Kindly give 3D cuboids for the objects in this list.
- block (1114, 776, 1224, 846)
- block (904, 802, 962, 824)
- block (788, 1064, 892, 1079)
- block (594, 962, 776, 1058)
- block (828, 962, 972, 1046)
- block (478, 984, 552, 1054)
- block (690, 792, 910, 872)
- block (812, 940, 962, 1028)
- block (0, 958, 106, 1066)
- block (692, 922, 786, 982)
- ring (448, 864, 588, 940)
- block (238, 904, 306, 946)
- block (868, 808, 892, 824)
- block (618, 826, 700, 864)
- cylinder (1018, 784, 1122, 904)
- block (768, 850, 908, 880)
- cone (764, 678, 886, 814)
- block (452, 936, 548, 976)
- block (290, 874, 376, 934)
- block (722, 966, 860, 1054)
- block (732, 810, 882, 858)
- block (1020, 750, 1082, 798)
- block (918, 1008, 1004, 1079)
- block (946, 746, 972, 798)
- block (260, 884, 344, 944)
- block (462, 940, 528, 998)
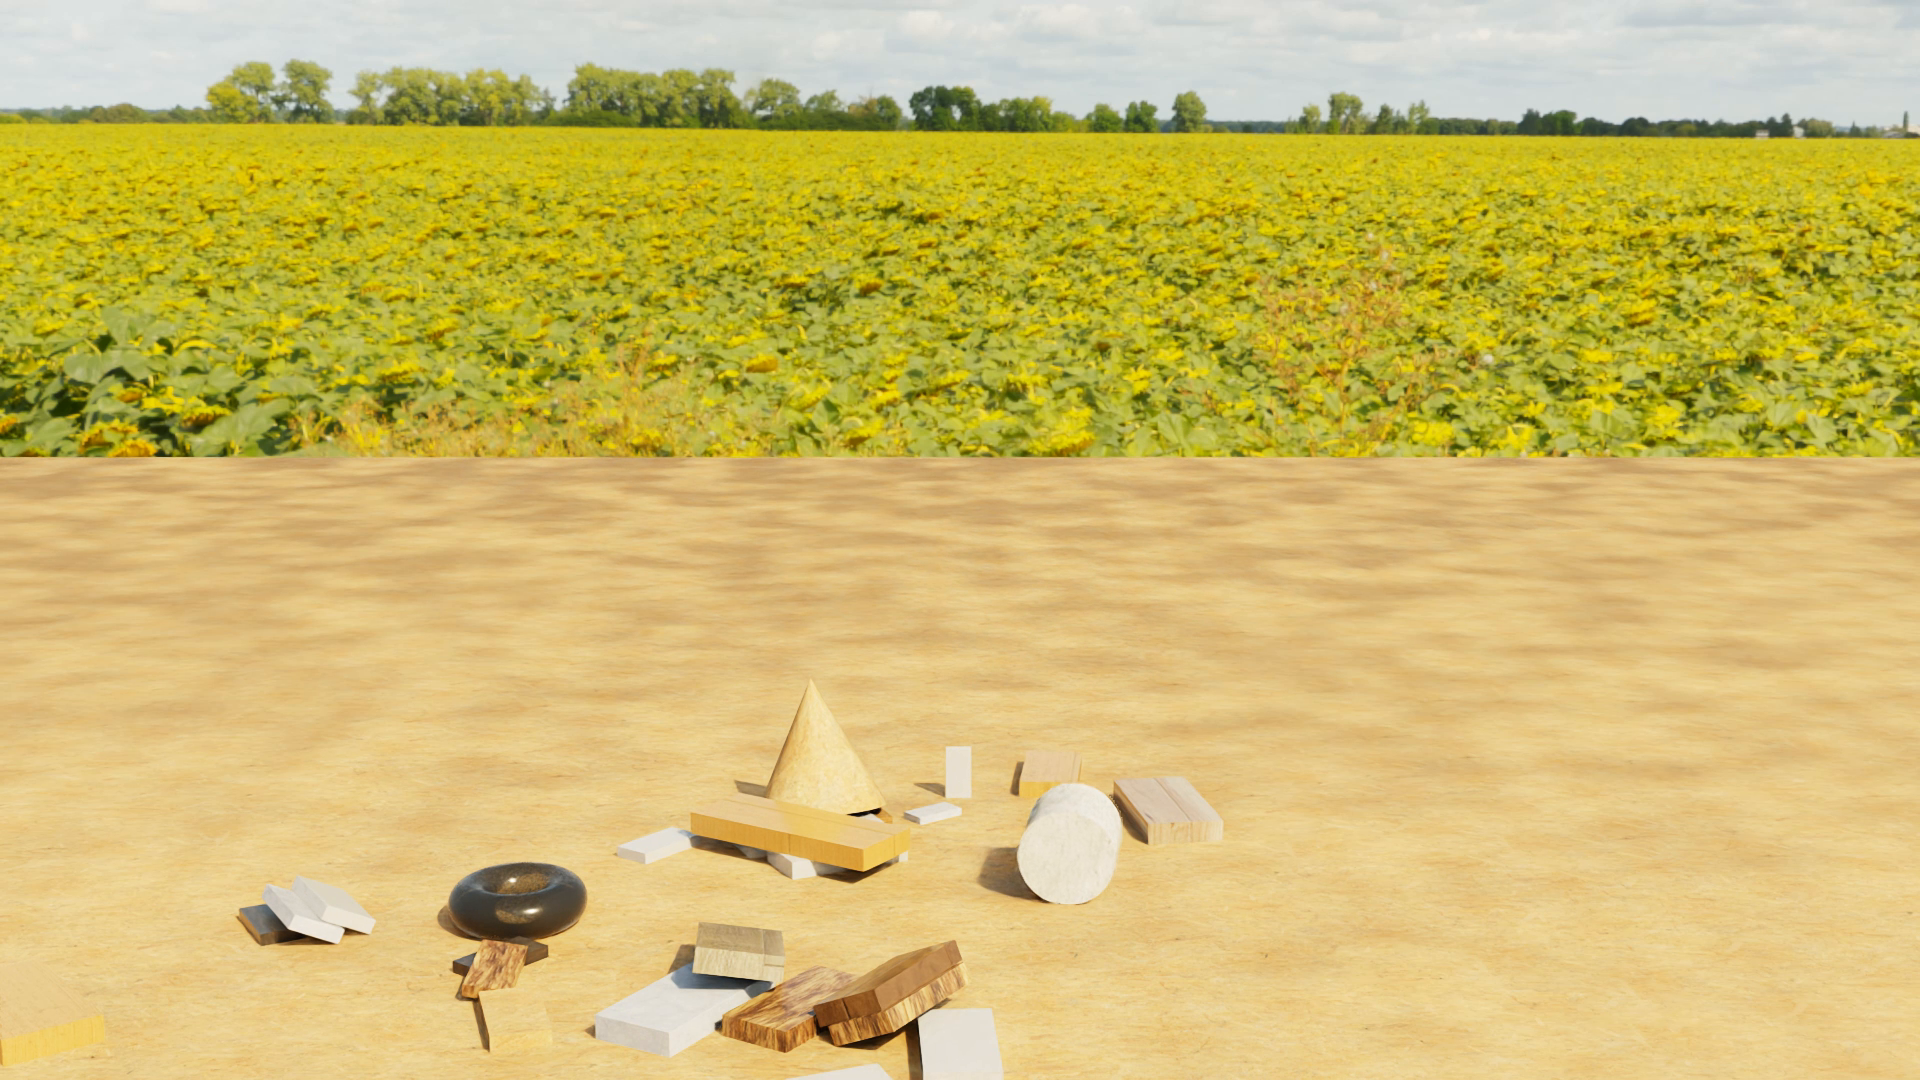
[{"bbox_3d":[0.382,0.498,4.060,0.138,0.039,0.275,-2,11,-9],"label":"block"},{"bbox_3d":[-0.051,0.507,4.079,0.097,0.014,0.049,-9,14,-39],"label":"block"},{"bbox_3d":[-0.190,0.729,2.835,0.222,0.031,0.111,-5,11,-23],"label":"block"},{"bbox_3d":[-0.391,0.667,3.157,0.129,0.036,0.257,6,12,29],"label":"block"},{"bbox_3d":[-0.083,0.657,3.117,0.105,0.030,0.211,-22,-2,32],"label":"block"},{"bbox_3d":[-0.633,0.679,3.123,0.085,0.024,0.170,-3,11,-17],"label":"block"},{"bbox_3d":[-0.281,0.507,3.838,0.375,0.039,0.138,7,13,32],"label":"block"},{"bbox_3d":[-0.101,0.632,3.140,0.111,0.031,0.222,-22,-2,31],"label":"block"},{"bbox_3d":[-1.337,0.670,3.131,0.138,0.039,0.275,-9,14,-40],"label":"block"},{"bbox_3d":[-0.328,0.610,3.265,0.129,0.036,0.257,7,-3,-6],"label":"block"},{"bbox_3d":[-0.709,0.579,3.530,0.221,0.074,0.221,0,12,0],"label":"ring"},{"bbox_3d":[-1.097,0.611,3.504,0.069,0.020,0.138,-6,12,-31],"label":"block"},{"bbox_3d":[-0.165,0.508,4.073,0.049,0.014,0.097,-4,11,-23],"label":"block"},{"bbox_3d":[-0.532,0.540,3.887,0.069,0.020,0.138,8,13,36],"label":"block"},{"bbox_3d":[0.185,0.507,3.679,0.160,0.160,0.160,1,11,8],"label":"cylinder"},{"bbox_3d":[-0.213,0.544,3.831,0.219,0.031,0.109,-5,12,-27],"label":"block"},{"bbox_3d":[-0.265,0.374,4.049,0.242,0.242,0.242,-5,0,0],"label":"cone"},{"bbox_3d":[-0.700,0.639,3.354,0.066,0.019,0.132,8,13,37],"label":"block"},{"bbox_3d":[-1.007,0.585,3.530,0.085,0.024,0.170,26,-6,-33],"label":"block"},{"bbox_3d":[-0.227,0.670,3.152,0.111,0.031,0.222,7,12,32],"label":"block"},{"bbox_3d":[-0.275,0.523,3.944,0.256,0.031,0.109,-5,12,-25],"label":"block"},{"bbox_3d":[0.179,0.457,4.301,0.109,0.031,0.219,1,11,6],"label":"block"},{"bbox_3d":[-0.002,0.697,3.010,0.105,0.030,0.211,-1,11,-3],"label":"block"},{"bbox_3d":[-0.003,0.443,4.195,0.049,0.097,0.014,0,11,0],"label":"block"},{"bbox_3d":[-1.044,0.592,3.490,0.085,0.024,0.170,26,-5,-32],"label":"block"},{"bbox_3d":[-0.691,0.640,3.270,0.069,0.020,0.138,9,17,-2],"label":"block"}]
